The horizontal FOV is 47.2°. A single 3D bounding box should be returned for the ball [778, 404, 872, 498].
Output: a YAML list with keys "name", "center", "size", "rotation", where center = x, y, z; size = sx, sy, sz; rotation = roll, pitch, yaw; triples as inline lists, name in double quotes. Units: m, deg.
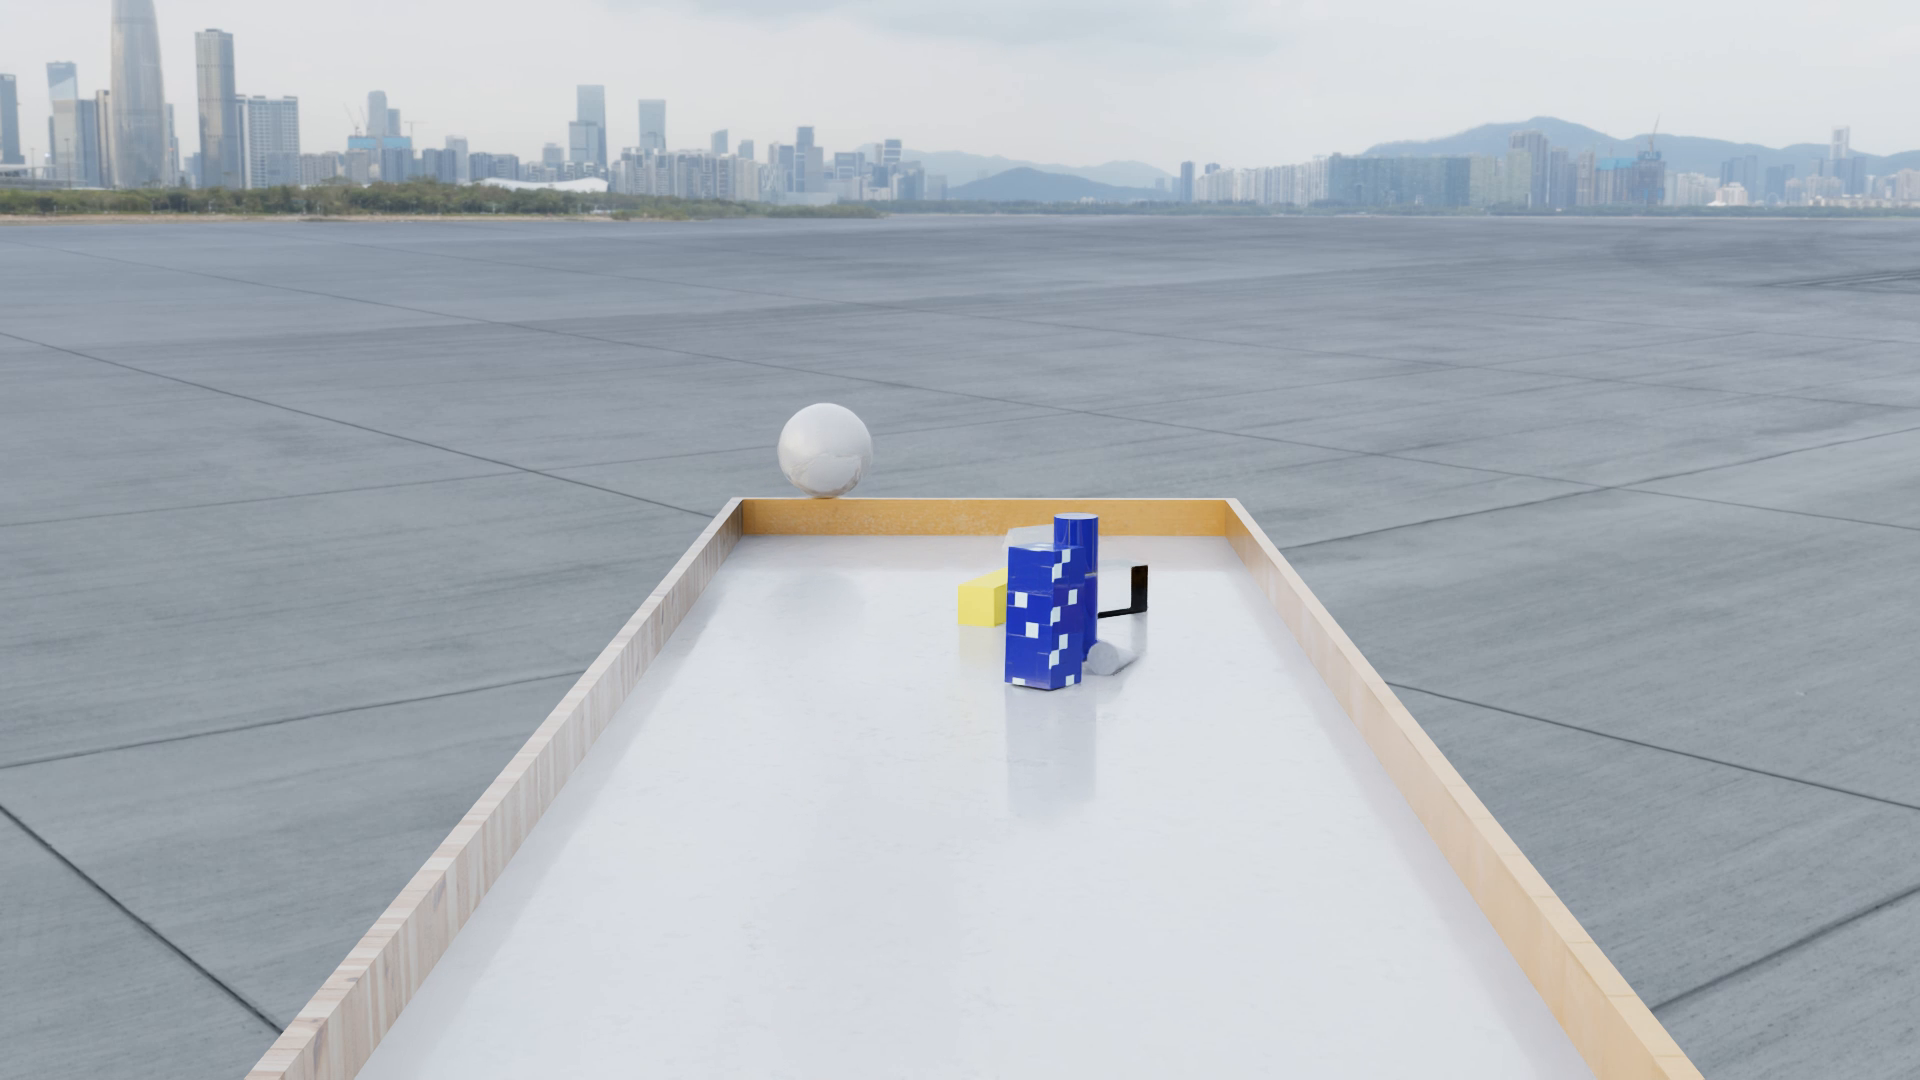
- name: "ball"
  center: [-0.560, -0.370, 9.128]
  size: [0.394, 0.394, 0.394]
  rotation: [0, 9, 0]

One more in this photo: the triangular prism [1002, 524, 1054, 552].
- name: "triangular prism"
  center: [0.346, -0.016, 8.793]
  size: [0.362, 0.093, 0.108]
  rotation: [-6, 11, -34]

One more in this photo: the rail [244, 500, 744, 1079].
- name: "rail"
  center: [-1.004, 0.839, 3.234]
  size: [0.050, 0.150, 12.000]
  rotation: [0, 9, 1]

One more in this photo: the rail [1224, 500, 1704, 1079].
- name: "rail"
  center: [1.046, 0.843, 3.208]
  size: [0.050, 0.150, 12.000]
  rotation: [0, 9, 1]

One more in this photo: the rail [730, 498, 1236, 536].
- name: "rail"
  center: [0.099, -0.098, 9.147]
  size: [2.100, 0.150, 0.050]
  rotation: [0, 9, 1]

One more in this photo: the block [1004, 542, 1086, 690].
- name: "block"
  center: [0.246, 0.216, 6.358]
  size: [0.160, 0.396, 0.160]
  rotation: [7, 9, 36]

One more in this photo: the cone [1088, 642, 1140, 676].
- name: "cone"
  center: [0.490, 0.353, 6.625]
  size: [0.100, 0.100, 0.310]
  rotation: [4, 1, 26]

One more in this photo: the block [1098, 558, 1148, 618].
- name: "block"
  center: [0.455, 0.169, 7.428]
  size: [0.334, 0.161, 0.161]
  rotation: [-7, 11, -36]

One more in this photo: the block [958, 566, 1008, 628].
- name: "block"
  center: [0.145, 0.186, 7.419]
  size: [0.130, 0.130, 0.441]
  rotation: [4, 10, 25]

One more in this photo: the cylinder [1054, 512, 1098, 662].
- name: "cylinder"
  center: [0.352, 0.144, 6.699]
  size: [0.136, 0.439, 0.136]
  rotation: [0, 9, 0]
